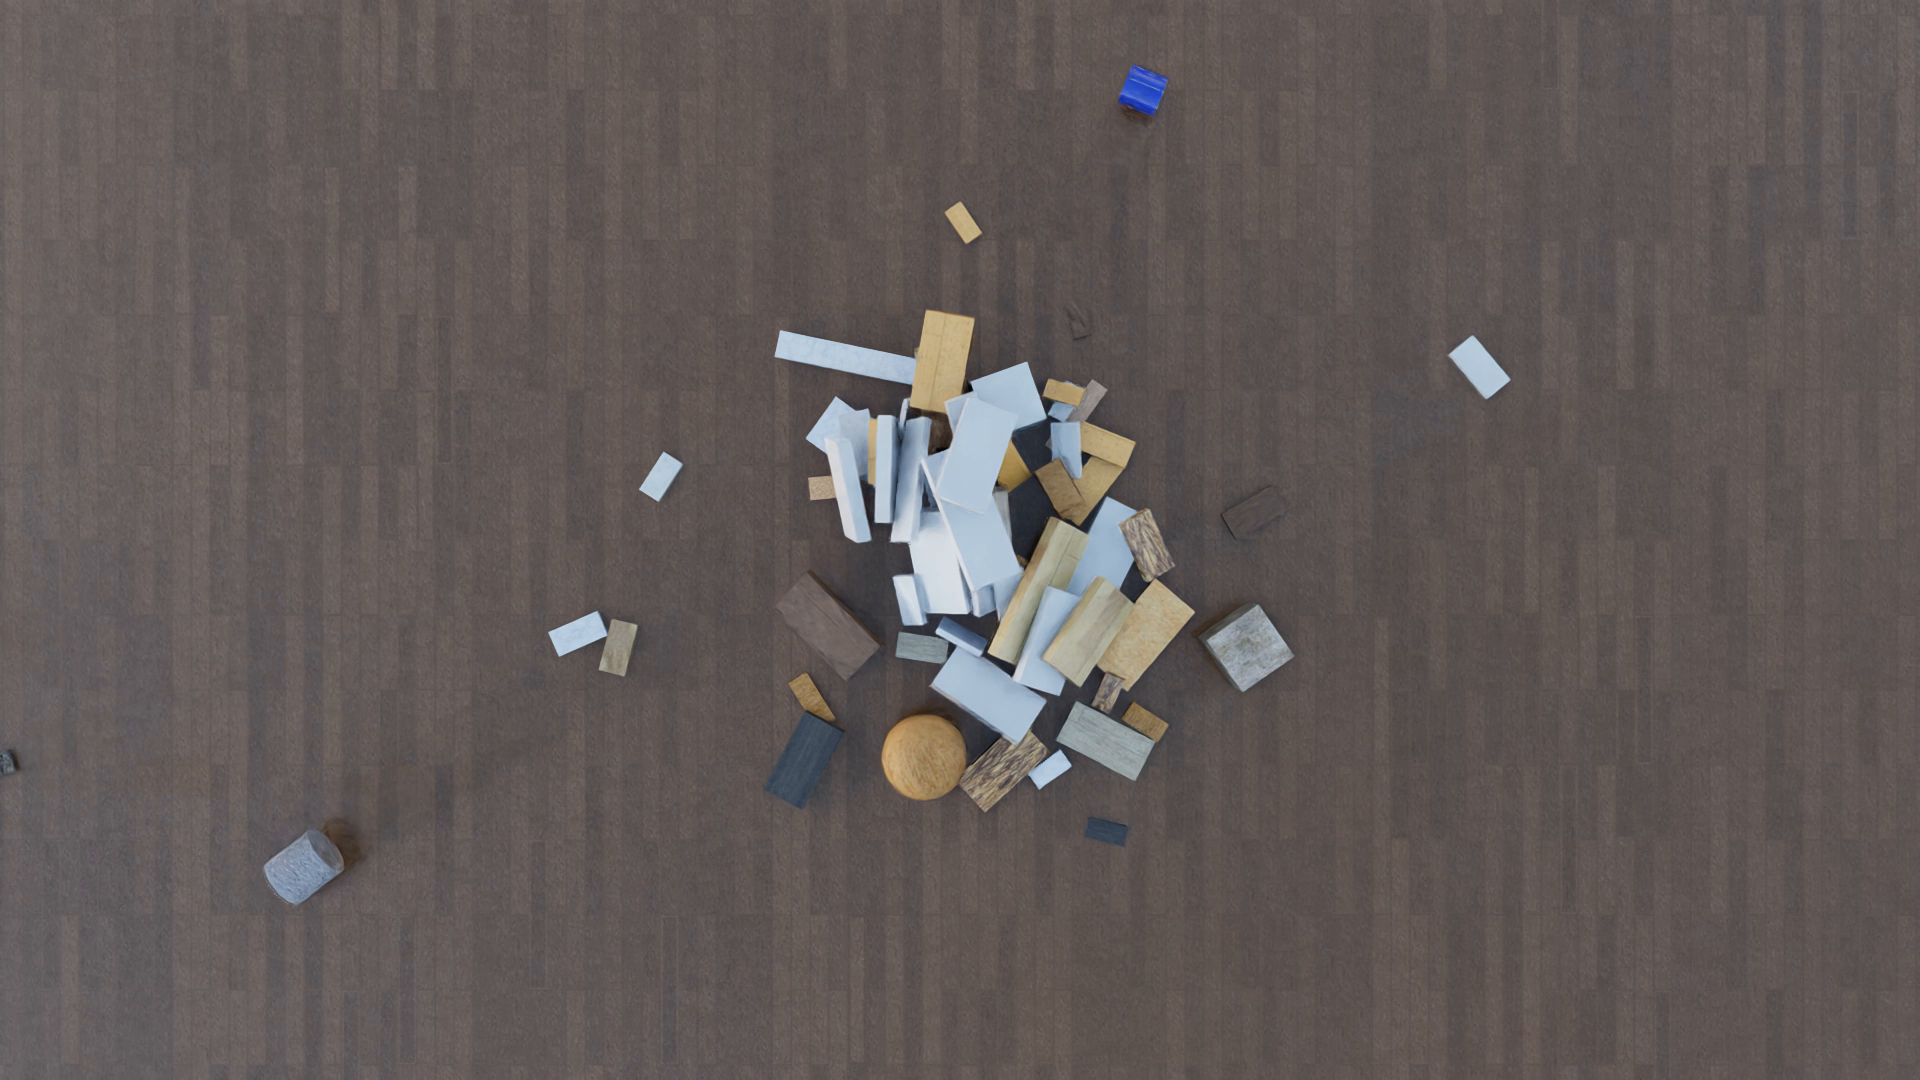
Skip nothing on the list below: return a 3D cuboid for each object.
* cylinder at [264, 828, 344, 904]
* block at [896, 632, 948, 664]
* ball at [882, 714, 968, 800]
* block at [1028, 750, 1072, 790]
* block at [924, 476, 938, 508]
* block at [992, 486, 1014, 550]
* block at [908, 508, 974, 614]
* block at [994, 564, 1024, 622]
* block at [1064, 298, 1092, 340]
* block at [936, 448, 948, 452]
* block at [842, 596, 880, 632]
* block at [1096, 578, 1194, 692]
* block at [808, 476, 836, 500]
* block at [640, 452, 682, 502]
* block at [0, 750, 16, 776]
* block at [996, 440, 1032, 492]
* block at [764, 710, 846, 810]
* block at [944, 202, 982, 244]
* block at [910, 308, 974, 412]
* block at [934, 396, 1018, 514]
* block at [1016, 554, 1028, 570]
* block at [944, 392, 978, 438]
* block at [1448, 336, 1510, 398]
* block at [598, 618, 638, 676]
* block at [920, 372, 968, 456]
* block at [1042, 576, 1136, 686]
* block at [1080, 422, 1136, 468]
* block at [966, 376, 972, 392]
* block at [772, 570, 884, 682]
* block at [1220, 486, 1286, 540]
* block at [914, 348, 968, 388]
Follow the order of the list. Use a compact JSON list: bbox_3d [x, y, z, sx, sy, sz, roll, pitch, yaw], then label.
[{"bbox_3d":[-2.149,1.071,5.410,0.173,0.173,0.173,-37,90,-2],"label":"cylinder"},{"bbox_3d":[-0.126,0.359,5.488,0.168,0.024,0.084,9,90,0],"label":"block"},{"bbox_3d":[-0.115,0.704,5.361,0.278,0.278,0.278,0,90,0],"label":"ball"},{"bbox_3d":[0.298,0.763,5.491,0.134,0.019,0.067,-35,90,0],"label":"block"},{"bbox_3d":[0.000,-0.082,5.408,0.176,0.050,0.351,-14,113,0],"label":"block"},{"bbox_3d":[0.081,0.004,5.399,0.176,0.050,0.351,-8,113,-3],"label":"block"},{"bbox_3d":[-0.069,0.067,5.385,0.175,0.050,0.351,0,109,32],"label":"block"},{"bbox_3d":[0.169,0.185,5.402,0.103,0.029,0.206,-14,119,-10],"label":"block"},{"bbox_3d":[0.394,-0.738,5.491,0.063,0.018,0.126,-16,90,0],"label":"block"},{"bbox_3d":[-0.022,-0.225,5.441,0.088,0.025,0.175,-8,124,0],"label":"block"},{"bbox_3d":[-0.345,0.258,5.487,0.143,0.020,0.072,35,90,2],"label":"block"},{"bbox_3d":[0.600,0.314,5.476,0.173,0.049,0.346,40,90,0],"label":"block"},{"bbox_3d":[-0.426,-0.177,5.489,0.149,0.021,0.074,-5,90,0],"label":"block"},{"bbox_3d":[-0.994,-0.210,5.489,0.074,0.021,0.149,33,90,0],"label":"block"},{"bbox_3d":[-3.226,0.754,5.489,0.148,0.021,0.074,-16,90,0],"label":"block"},{"bbox_3d":[0.150,-0.247,5.405,0.109,0.219,0.031,-35,52,0],"label":"block"},{"bbox_3d":[-0.516,0.729,5.467,0.147,0.042,0.294,29,95,0],"label":"block"},{"bbox_3d":[0.011,-1.055,5.491,0.064,0.018,0.128,-34,90,0],"label":"block"},{"bbox_3d":[-0.058,-0.571,5.294,0.157,0.044,0.313,10,103,-2],"label":"block"},{"bbox_3d":[0.049,-0.267,5.237,0.167,0.047,0.335,21,79,-11],"label":"block"},{"bbox_3d":[0.230,0.141,5.441,0.194,0.027,0.097,39,90,-29],"label":"block"},{"bbox_3d":[0.025,-0.363,5.317,0.104,0.030,0.209,-22,112,-17],"label":"block"},{"bbox_3d":[1.728,-0.575,5.486,0.097,0.027,0.194,-40,90,0],"label":"block"},{"bbox_3d":[-1.135,0.357,5.488,0.088,0.025,0.175,15,90,0],"label":"block"},{"bbox_3d":[-0.047,-0.412,5.399,0.157,0.044,0.313,-6,111,2],"label":"block"},{"bbox_3d":[0.421,0.299,5.391,0.165,0.047,0.329,40,80,-32],"label":"block"},{"bbox_3d":[0.478,-0.314,5.454,0.185,0.026,0.093,23,88,8],"label":"block"},{"bbox_3d":[0.008,-0.491,5.457,0.059,0.017,0.118,-22,111,-7],"label":"block"},{"bbox_3d":[-0.436,0.285,5.456,0.343,0.049,0.171,45,103,0],"label":"block"},{"bbox_3d":[0.976,-0.092,5.486,0.193,0.027,0.097,-30,90,0],"label":"block"},{"bbox_3d":[-0.050,-0.484,5.419,0.157,0.044,0.313,-7,111,3],"label":"block"}]
